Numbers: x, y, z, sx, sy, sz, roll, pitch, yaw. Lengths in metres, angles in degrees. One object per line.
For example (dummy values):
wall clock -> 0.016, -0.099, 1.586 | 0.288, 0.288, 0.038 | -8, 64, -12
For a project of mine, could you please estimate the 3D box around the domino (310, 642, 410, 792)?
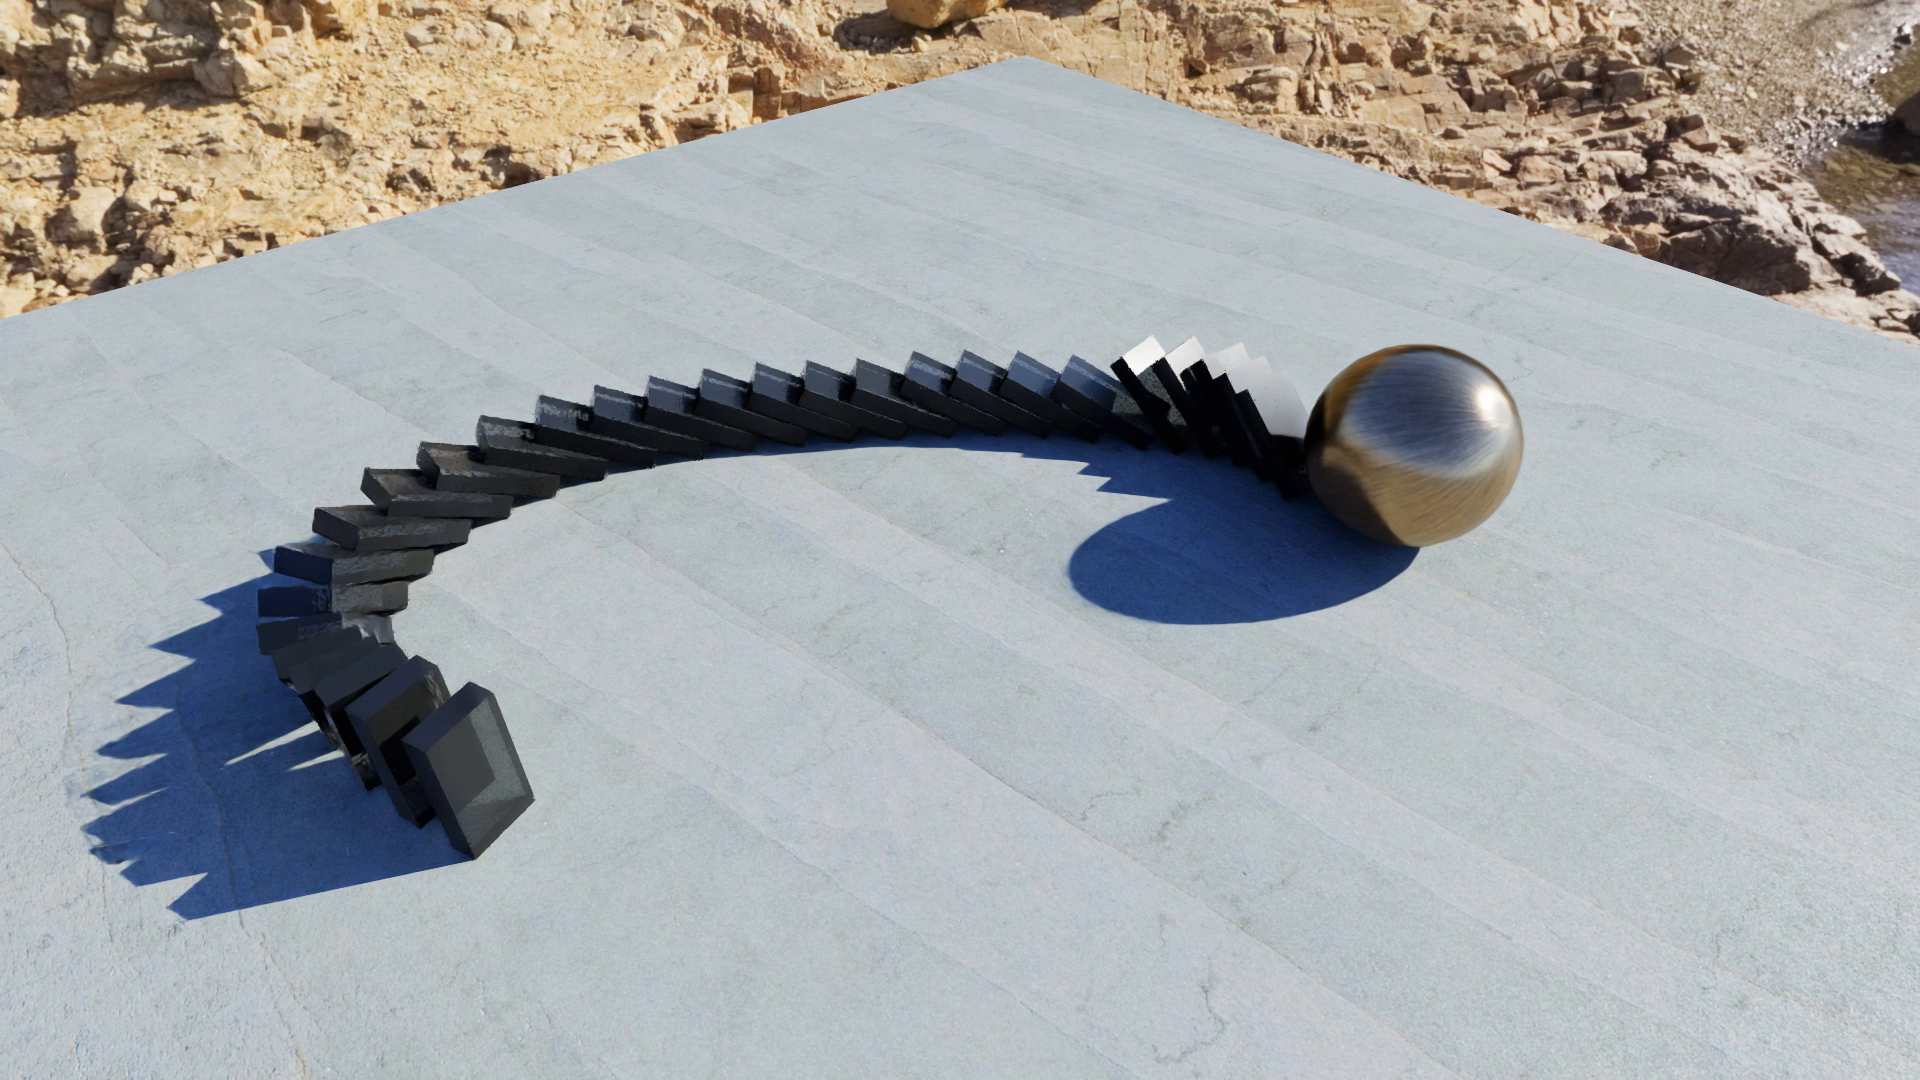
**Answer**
domino -> -0.181, 0.056, 0.343 | 0.010, 0.050, 0.025 | 40, 53, 22

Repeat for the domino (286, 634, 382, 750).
domino -> -0.194, 0.049, 0.352 | 0.025, 0.050, 0.009 | -26, 71, -28

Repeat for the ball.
ball -> 0.177, -0.037, 0.433 | 0.080, 0.080, 0.080 | 0, 39, 0

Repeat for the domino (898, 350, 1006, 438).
domino -> -0.002, -0.068, 0.510 | 0.050, 0.009, 0.025 | 23, 38, -12

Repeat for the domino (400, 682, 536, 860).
domino -> -0.145, 0.069, 0.327 | 0.009, 0.050, 0.025 | 18, 43, 21

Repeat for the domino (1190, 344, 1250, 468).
domino -> 0.125, -0.060, 0.492 | 0.025, 0.009, 0.050 | -24, 88, -28

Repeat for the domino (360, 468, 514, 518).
domino -> -0.212, -0.019, 0.448 | 0.025, 0.009, 0.050 | 32, 20, 33

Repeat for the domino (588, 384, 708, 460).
domino -> -0.139, -0.053, 0.491 | 0.050, 0.010, 0.025 | 13, 33, -26

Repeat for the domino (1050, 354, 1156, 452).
domino -> 0.068, -0.063, 0.505 | 0.050, 0.009, 0.025 | 31, 43, -2

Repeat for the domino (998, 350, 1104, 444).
domino -> 0.044, -0.066, 0.508 | 0.050, 0.009, 0.025 | 28, 40, -6

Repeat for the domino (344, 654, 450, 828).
domino -> -0.165, 0.062, 0.336 | 0.009, 0.050, 0.025 | 20, 43, 23

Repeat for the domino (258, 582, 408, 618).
domino -> -0.224, 0.021, 0.395 | 0.025, 0.009, 0.050 | 0, 1, 0

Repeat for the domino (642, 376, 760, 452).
domino -> -0.117, -0.057, 0.496 | 0.050, 0.010, 0.025 | 15, 34, -23

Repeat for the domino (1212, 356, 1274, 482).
domino -> 0.133, -0.053, 0.483 | 0.025, 0.010, 0.050 | -25, 89, -28

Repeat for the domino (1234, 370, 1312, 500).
domino -> 0.140, -0.045, 0.474 | 0.025, 0.010, 0.050 | -26, 89, -28

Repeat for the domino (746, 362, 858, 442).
domino -> -0.072, -0.063, 0.504 | 0.050, 0.010, 0.025 | 18, 35, -19

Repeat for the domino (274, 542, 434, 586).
domino -> -0.226, 0.008, 0.413 | 0.025, 0.009, 0.050 | 11, 7, 14

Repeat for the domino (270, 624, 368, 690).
domino -> -0.206, 0.042, 0.364 | 0.025, 0.050, 0.010 | -19, 80, -22

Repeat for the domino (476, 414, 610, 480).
domino -> -0.180, -0.040, 0.475 | 0.050, 0.009, 0.025 | 7, 30, -37

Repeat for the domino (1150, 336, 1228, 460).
domino -> 0.109, -0.064, 0.496 | 0.025, 0.010, 0.050 | -37, 96, -36

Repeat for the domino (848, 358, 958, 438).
domino -> -0.026, -0.065, 0.508 | 0.050, 0.009, 0.025 | 18, 36, -18

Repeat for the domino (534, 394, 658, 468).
domino -> -0.161, -0.048, 0.485 | 0.050, 0.010, 0.025 | 12, 32, -29

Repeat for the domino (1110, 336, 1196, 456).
domino -> 0.093, -0.066, 0.501 | 0.025, 0.009, 0.050 | -37, 91, -36

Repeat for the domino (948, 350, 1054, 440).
domino -> 0.021, -0.068, 0.510 | 0.050, 0.010, 0.025 | 25, 39, -10

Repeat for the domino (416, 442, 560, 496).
domino -> -0.198, -0.030, 0.462 | 0.050, 0.009, 0.025 | 2, 29, -46

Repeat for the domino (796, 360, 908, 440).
domino -> -0.049, -0.064, 0.506 | 0.050, 0.009, 0.025 | 18, 36, -18

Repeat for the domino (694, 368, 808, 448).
domino -> -0.094, -0.060, 0.501 | 0.050, 0.009, 0.025 | 16, 35, -21

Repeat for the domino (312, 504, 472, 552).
domino -> -0.222, -0.006, 0.431 | 0.025, 0.009, 0.050 | 19, 12, 22

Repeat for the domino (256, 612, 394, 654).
domino -> -0.217, 0.032, 0.378 | 0.025, 0.009, 0.050 | -9, -5, -11
